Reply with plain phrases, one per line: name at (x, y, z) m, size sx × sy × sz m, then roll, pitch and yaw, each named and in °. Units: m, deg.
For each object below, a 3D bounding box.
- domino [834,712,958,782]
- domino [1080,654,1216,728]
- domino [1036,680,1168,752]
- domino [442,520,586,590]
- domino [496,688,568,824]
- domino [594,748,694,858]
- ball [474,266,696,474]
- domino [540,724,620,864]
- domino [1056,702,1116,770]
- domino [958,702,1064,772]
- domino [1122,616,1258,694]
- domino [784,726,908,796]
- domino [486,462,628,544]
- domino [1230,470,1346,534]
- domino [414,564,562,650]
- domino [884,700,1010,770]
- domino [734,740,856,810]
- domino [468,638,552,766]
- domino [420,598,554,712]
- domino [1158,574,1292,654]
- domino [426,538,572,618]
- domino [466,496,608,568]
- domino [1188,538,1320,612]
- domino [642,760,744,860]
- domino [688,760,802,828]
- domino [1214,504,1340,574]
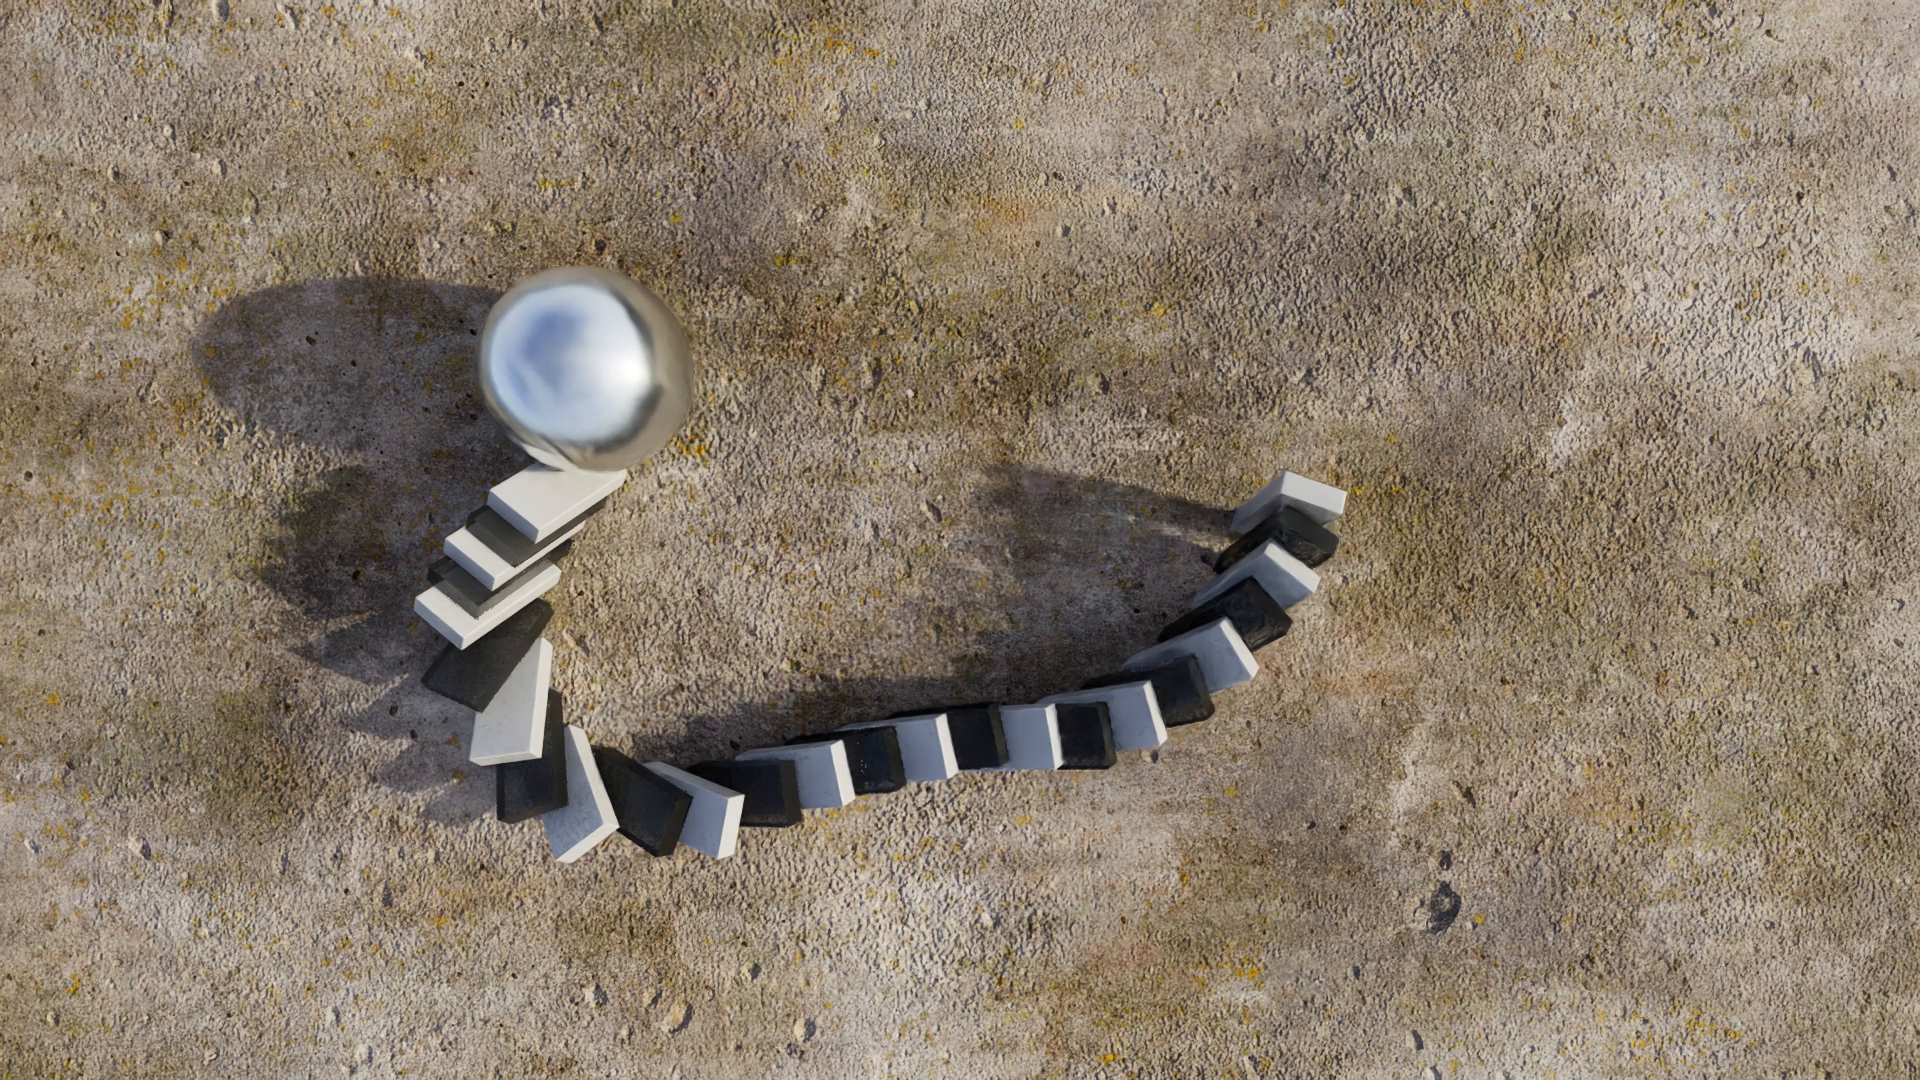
domino at (-0.027, 0.088, 0.385) m, size 0.050 × 0.009 × 0.025 m, roll -12°, pitch 90°, yaw 27°
domino at (0.078, 0.066, 0.382) m, size 0.050 × 0.010 × 0.025 m, roll -21°, pitch 90°, yaw 34°
domino at (0.059, 0.075, 0.383) m, size 0.050 × 0.010 × 0.025 m, roll -16°, pitch 90°, yaw 32°
domino at (-0.182, -0.003, 0.378) m, size 0.025 × 0.050 × 0.010 m, roll 39°, pitch 131°, yaw 0°
domino at (-0.180, 0.090, 0.383) m, size 0.025 × 0.010 × 0.050 m, roll -19°, pitch 61°, yaw 2°
domino at (-0.137, 0.109, 0.384) m, size 0.050 × 0.009 × 0.025 m, roll 20°, pitch 90°, yaw 28°
ball at (-0.146, -0.066, 0.360) m, size 0.080 × 0.080 × 0.080 m, roll 0°, pitch 90°, yaw 0°
domino at (-0.163, 0.105, 0.383) m, size 0.025 × 0.010 × 0.050 m, roll -37°, pitch 59°, yaw 2°
domino at (0.039, 0.082, 0.383) m, size 0.050 × 0.010 × 0.025 m, roll -9°, pitch 90°, yaw 30°
domino at (0.017, 0.083, 0.384) m, size 0.050 × 0.009 × 0.025 m, roll -9°, pitch 90°, yaw 29°
domino at (0.095, 0.053, 0.381) m, size 0.050 × 0.009 × 0.025 m, roll -32°, pitch 90°, yaw 39°
domino at (-0.048, 0.094, 0.385) m, size 0.050 × 0.010 × 0.025 m, roll -12°, pitch 90°, yaw 26°
domino at (-0.165, -0.022, 0.378) m, size 0.025 × 0.050 × 0.009 m, roll 39°, pitch 131°, yaw 0°
domino at (0.133, -0.011, 0.375) m, size 0.025 × 0.050 × 0.009 m, roll 19°, pitch 73°, yaw 0°
domino at (-0.194, 0.021, 0.378) m, size 0.025 × 0.050 × 0.009 m, roll 40°, pitch 131°, yaw 1°
domino at (-0.006, 0.083, 0.384) m, size 0.050 × 0.010 × 0.025 m, roll -12°, pitch 90°, yaw 27°
domino at (-0.070, 0.100, 0.385) m, size 0.050 × 0.009 × 0.025 m, roll -12°, pitch 90°, yaw 26°
domino at (-0.187, 0.067, 0.384) m, size 0.025 × 0.009 × 0.050 m, roll -8°, pitch 61°, yaw 0°
domino at (-0.196, 0.044, 0.382) m, size 0.025 × 0.009 × 0.050 m, roll 23°, pitch 58°, yaw 3°
domino at (0.109, 0.037, 0.379) m, size 0.025 × 0.010 × 0.050 m, roll 48°, pitch 134°, yaw 0°
domino at (-0.189, 0.008, 0.378) m, size 0.025 × 0.050 × 0.009 m, roll 39°, pitch 131°, yaw 0°
domino at (-0.173, -0.012, 0.378) m, size 0.025 × 0.050 × 0.009 m, roll 39°, pitch 131°, yaw 0°
domino at (0.120, 0.022, 0.377) m, size 0.025 × 0.050 × 0.009 m, roll 39°, pitch 52°, yaw 0°
domino at (-0.114, 0.112, 0.384) m, size 0.050 × 0.010 × 0.025 m, roll 11°, pitch 90°, yaw 29°
domino at (-0.091, 0.106, 0.384) m, size 0.050 × 0.009 × 0.025 m, roll -8°, pitch 90°, yaw 27°
domino at (0.128, 0.006, 0.376) m, size 0.025 × 0.050 × 0.010 m, roll 33°, pitch 61°, yaw 0°
